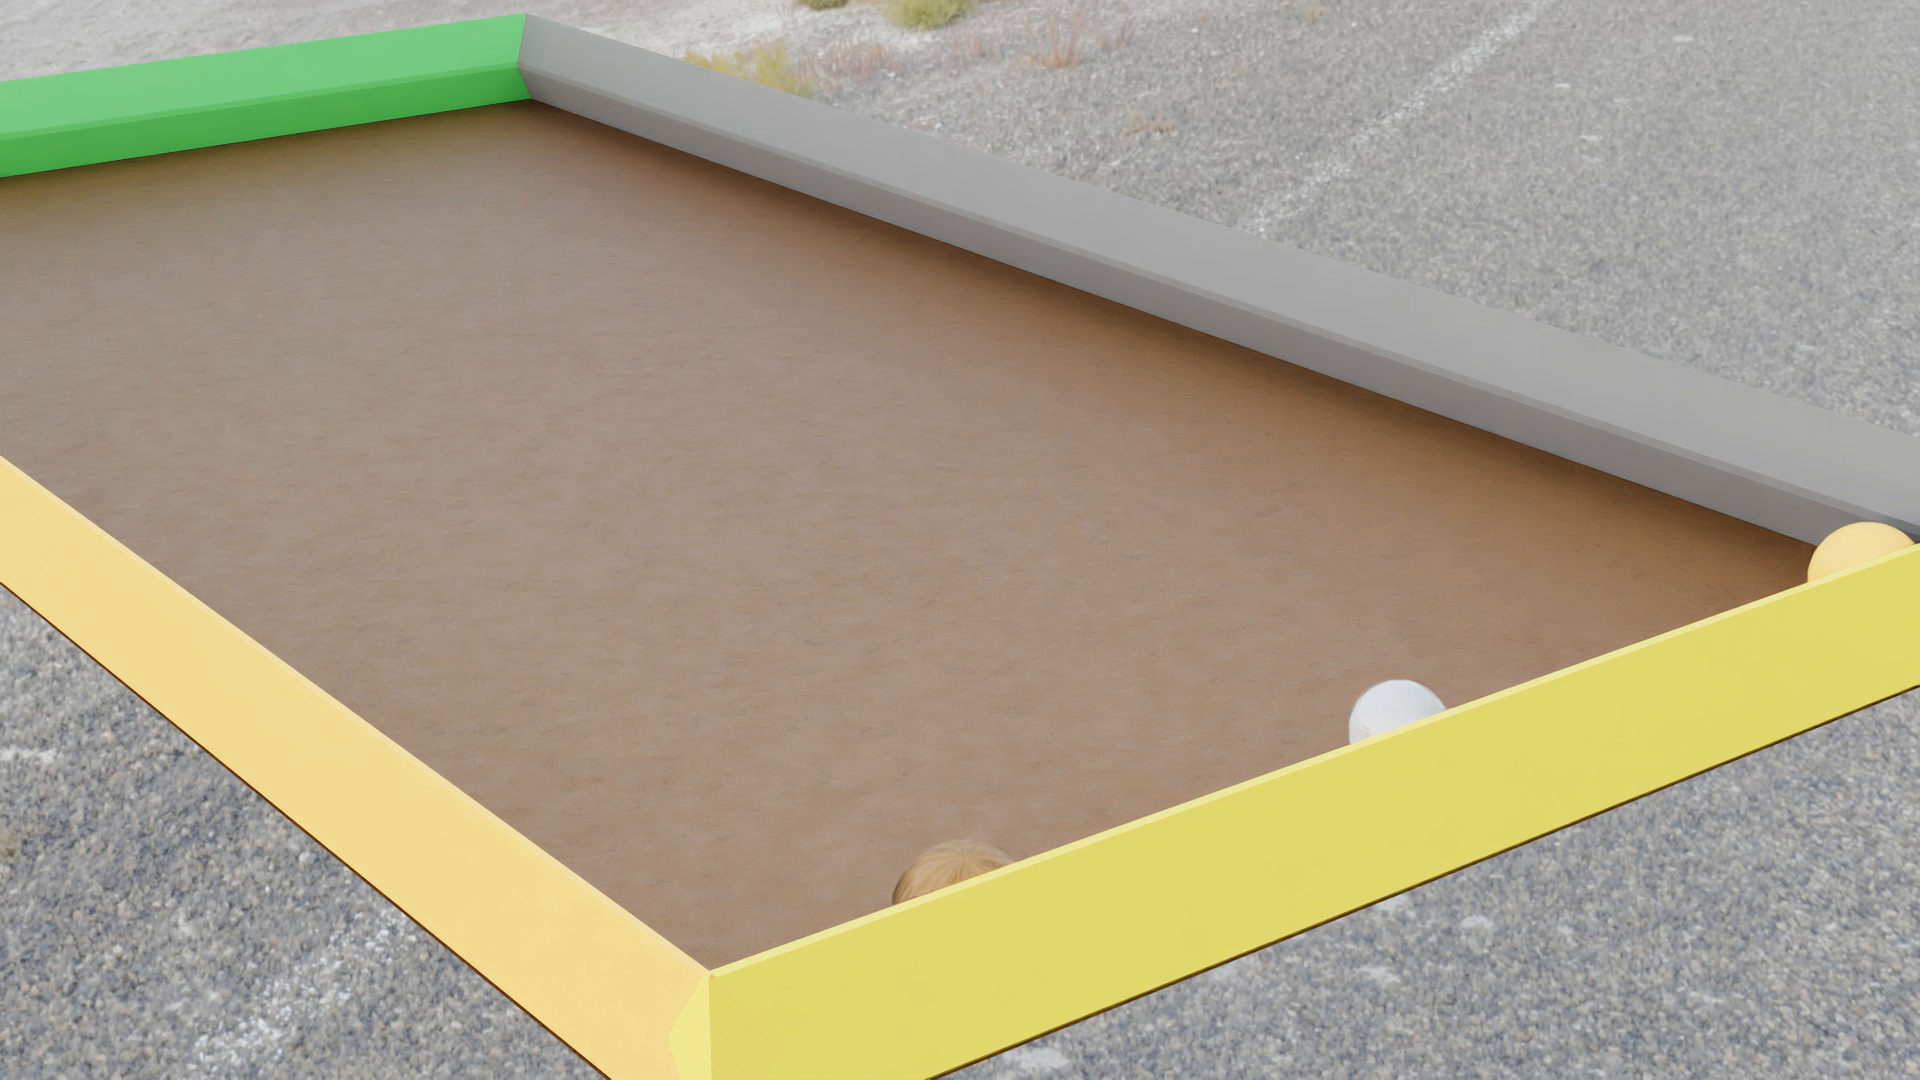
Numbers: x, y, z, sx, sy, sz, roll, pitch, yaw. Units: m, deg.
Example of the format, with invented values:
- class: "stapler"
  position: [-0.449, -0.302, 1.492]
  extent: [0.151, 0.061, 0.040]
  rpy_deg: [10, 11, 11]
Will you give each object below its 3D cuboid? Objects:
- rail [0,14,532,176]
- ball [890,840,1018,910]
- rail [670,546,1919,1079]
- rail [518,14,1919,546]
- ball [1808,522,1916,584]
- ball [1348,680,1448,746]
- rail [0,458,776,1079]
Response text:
- class: "rail"
  position: [-1.174, -0.575, 4.022]
  extent: [1.357, 0.127, 0.045]
  rpy_deg: [-15, 26, -34]
- class: "ball"
  position: [0.002, 0.244, 1.925]
  extent: [0.095, 0.095, 0.095]
  rpy_deg: [0, 21, 0]
- class: "rail"
  position: [0.382, 0.156, 2.108]
  extent: [1.357, 0.127, 0.045]
  rpy_deg: [-15, 26, -34]
- class: "rail"
  position: [0.125, -0.351, 3.435]
  extent: [0.045, 0.127, 2.619]
  rpy_deg: [-15, 26, -34]
- class: "ball"
  position: [0.763, 0.034, 2.472]
  extent: [0.098, 0.098, 0.098]
  rpy_deg: [0, 21, 0]
- class: "ball"
  position: [0.331, 0.143, 2.215]
  extent: [0.076, 0.076, 0.076]
  rpy_deg: [0, 21, 0]
- class: "rail"
  position: [-0.917, -0.068, 2.695]
  extent: [0.045, 0.127, 2.619]
  rpy_deg: [-15, 26, -34]
